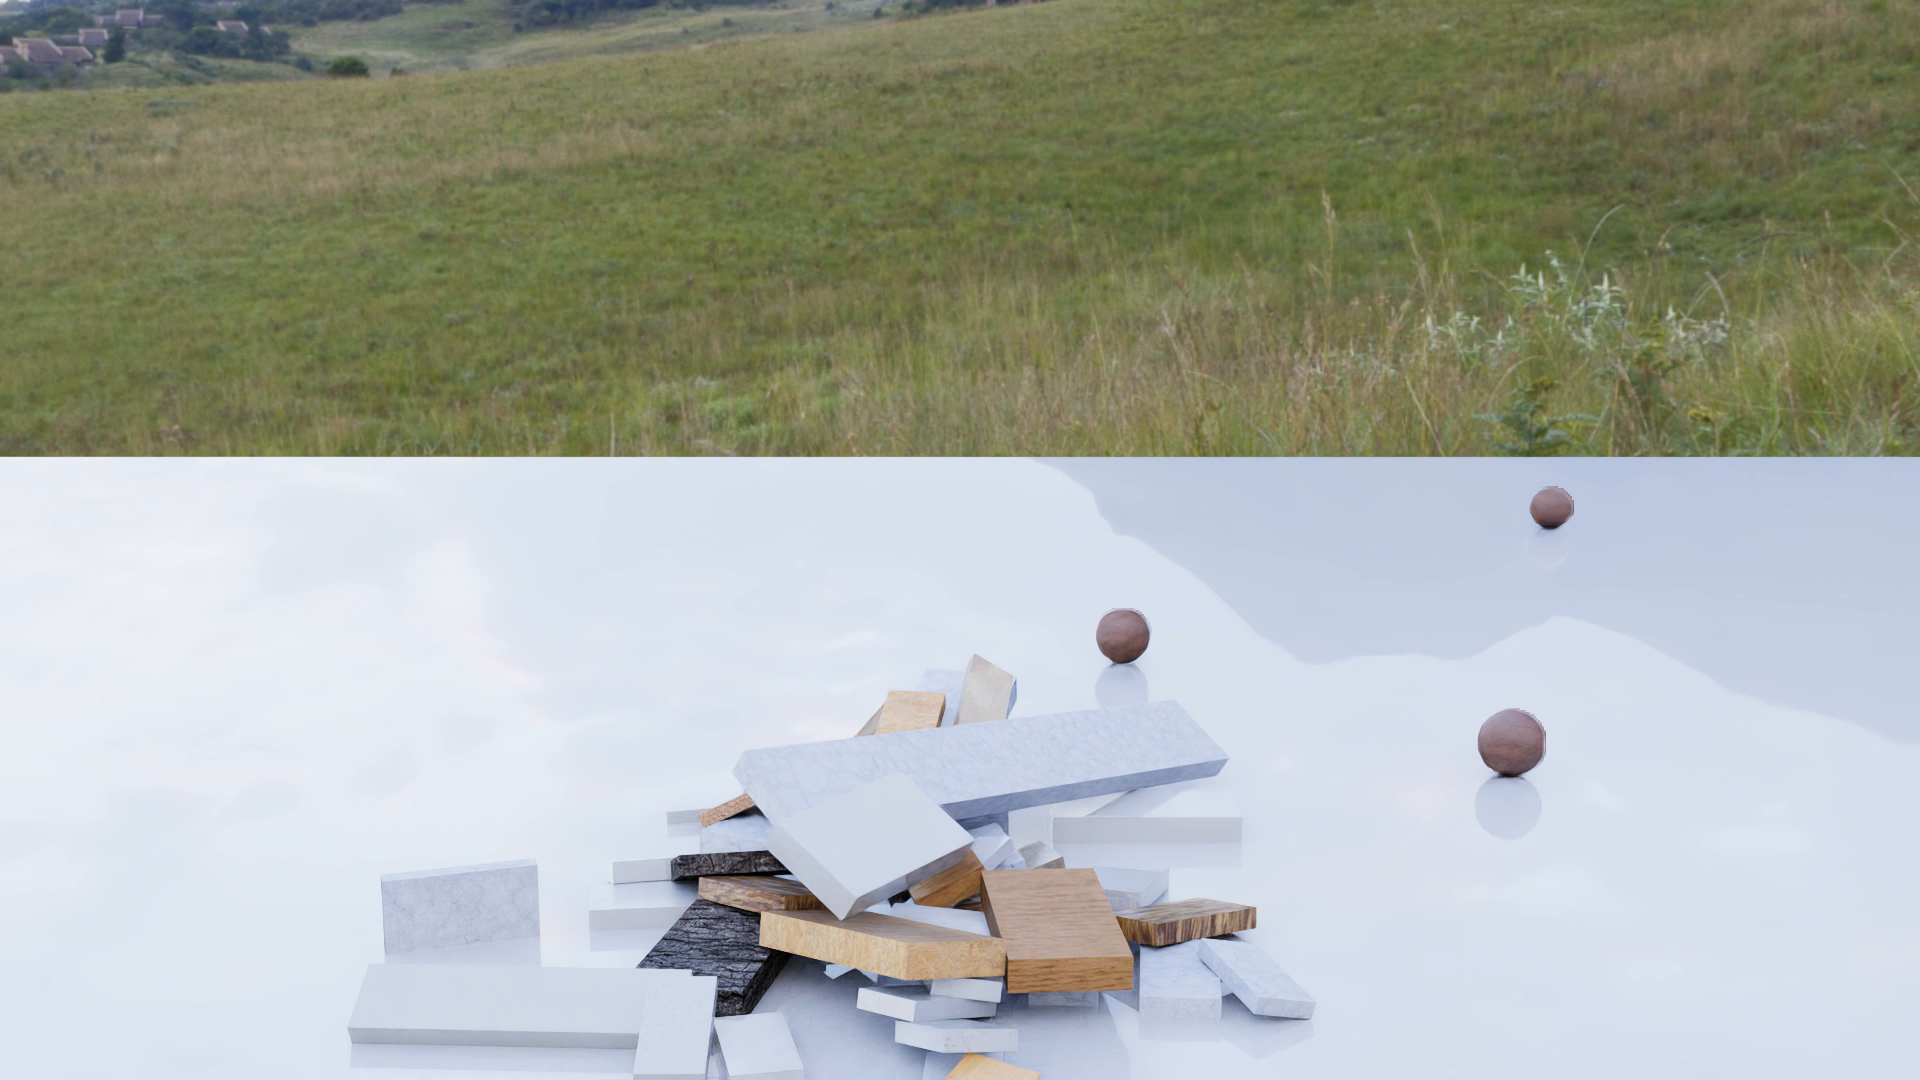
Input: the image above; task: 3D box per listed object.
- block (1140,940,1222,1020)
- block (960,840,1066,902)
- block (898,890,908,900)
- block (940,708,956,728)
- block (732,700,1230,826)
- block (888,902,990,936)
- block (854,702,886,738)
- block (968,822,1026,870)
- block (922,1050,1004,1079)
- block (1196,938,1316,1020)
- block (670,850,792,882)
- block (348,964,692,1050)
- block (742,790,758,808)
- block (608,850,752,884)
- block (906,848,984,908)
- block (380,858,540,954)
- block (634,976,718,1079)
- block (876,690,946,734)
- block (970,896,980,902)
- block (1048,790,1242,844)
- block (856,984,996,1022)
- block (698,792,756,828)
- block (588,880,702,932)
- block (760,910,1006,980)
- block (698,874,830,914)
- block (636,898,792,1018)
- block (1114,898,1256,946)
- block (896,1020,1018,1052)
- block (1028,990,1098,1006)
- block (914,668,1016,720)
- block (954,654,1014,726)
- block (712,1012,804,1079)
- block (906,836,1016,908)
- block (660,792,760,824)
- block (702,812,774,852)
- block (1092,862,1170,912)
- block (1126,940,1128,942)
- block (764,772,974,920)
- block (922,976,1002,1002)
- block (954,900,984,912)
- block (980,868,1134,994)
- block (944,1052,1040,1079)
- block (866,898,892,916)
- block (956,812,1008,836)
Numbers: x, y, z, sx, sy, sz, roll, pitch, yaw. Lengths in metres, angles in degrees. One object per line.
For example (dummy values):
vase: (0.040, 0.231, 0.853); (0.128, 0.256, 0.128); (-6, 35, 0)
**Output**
block: (0.325, 0.649, 3.261); (0.117, 0.033, 0.234); (1, 11, 5)
block: (0.074, 0.557, 3.656); (0.184, 0.026, 0.092); (-19, 17, -19)
block: (-0.130, 0.548, 3.704); (0.022, 0.077, 0.154); (-46, 16, -2)
block: (-0.049, 0.370, 3.974); (0.104, 0.030, 0.209); (1, 27, 5)
block: (0.082, 0.395, 3.871); (1.184, 0.048, 0.169); (-1, 41, -50)
block: (-0.017, 0.604, 3.378); (0.202, 0.029, 0.101); (4, 20, 14)
block: (-0.192, 0.402, 4.197); (0.030, 0.210, 0.105); (41, 5, -11)
block: (0.044, 0.528, 3.682); (0.092, 0.026, 0.184); (-16, 16, -10)
block: (0.003, 0.719, 2.892); (0.103, 0.029, 0.206); (1, 11, 3)
block: (0.431, 0.640, 3.215); (0.095, 0.027, 0.190); (10, 12, -23)
block: (-0.348, 0.531, 3.597); (0.237, 0.034, 0.118); (-1, -12, -14)
block: (-0.614, 0.655, 3.092); (0.464, 0.033, 0.117); (1, 37, 3)
block: (-0.339, 0.467, 4.150); (0.105, 0.030, 0.210); (22, 12, 2)
block: (-0.464, 0.549, 3.697); (0.246, 0.035, 0.123); (-2, -7, -13)
block: (-0.055, 0.516, 3.653); (0.121, 0.034, 0.431); (-26, 14, -7)
block: (-0.780, 0.572, 3.440); (0.237, 0.118, 0.034); (-4, 11, -19)
block: (-0.386, 0.669, 2.996); (0.095, 0.027, 0.190); (0, 30, -1)
block: (-0.093, 0.340, 3.971); (0.105, 0.030, 0.210); (2, 27, 8)
block: (0.101, 0.595, 3.582); (0.154, 0.022, 0.077); (-5, 12, -24)
block: (0.335, 0.502, 4.009); (0.338, 0.048, 0.169); (0, 11, 0)
block: (-0.045, 0.652, 3.101); (0.099, 0.028, 0.198); (5, -5, 36)
block: (-0.389, 0.473, 3.992); (0.175, 0.025, 0.087); (-24, -3, -7)
block: (-0.475, 0.591, 3.569); (0.246, 0.035, 0.123); (-1, 11, -7)
block: (-0.117, 0.586, 3.200); (0.178, 0.050, 0.356); (6, -5, -39)
block: (-0.295, 0.557, 3.452); (0.118, 0.034, 0.237); (3, -2, -40)
block: (-0.364, 0.630, 3.313); (0.178, 0.050, 0.356); (2, 11, 10)
block: (0.343, 0.594, 3.433); (0.234, 0.033, 0.117); (1, 1, -43)
block: (-0.007, 0.664, 2.946); (0.103, 0.029, 0.206); (4, -10, -19)
block: (0.156, 0.645, 3.297); (0.101, 0.029, 0.202); (1, 11, 3)
block: (-0.024, 0.353, 4.108); (0.179, 0.051, 0.357); (6, 26, 14)
block: (0.034, 0.336, 4.008); (0.087, 0.025, 0.414); (30, 26, -7)
block: (-0.277, 0.699, 3.003); (0.099, 0.028, 0.198); (-2, 11, -13)
block: (-0.008, 0.553, 3.563); (0.077, 0.022, 0.229); (-7, 22, 45)
block: (-0.465, 0.498, 4.096); (0.175, 0.025, 0.087); (-3, 11, -16)
block: (-0.321, 0.532, 3.887); (0.247, 0.035, 0.123); (6, 12, 30)
block: (0.260, 0.567, 3.597); (0.121, 0.034, 0.241); (3, 2, 16)
block: (0.153, 0.613, 3.467); (0.202, 0.029, 0.101); (-3, 11, -14)
block: (-0.134, 0.465, 3.378); (0.169, 0.048, 0.337); (41, 26, 20)
block: (0.000, 0.635, 3.184); (0.099, 0.028, 0.198); (8, -4, -5)
block: (0.049, 0.585, 3.495); (0.118, 0.017, 0.059); (-8, 1, 15)
block: (0.139, 0.578, 3.283); (0.178, 0.050, 0.363); (0, 12, -6)
block: (0.009, 0.722, 2.755); (0.103, 0.029, 0.206); (11, 25, 26)
block: (-0.180, 0.593, 3.561); (0.121, 0.034, 0.241); (-2, 11, -9)
block: (-0.012, 0.443, 4.034); (0.179, 0.051, 0.357); (-2, 25, -2)
